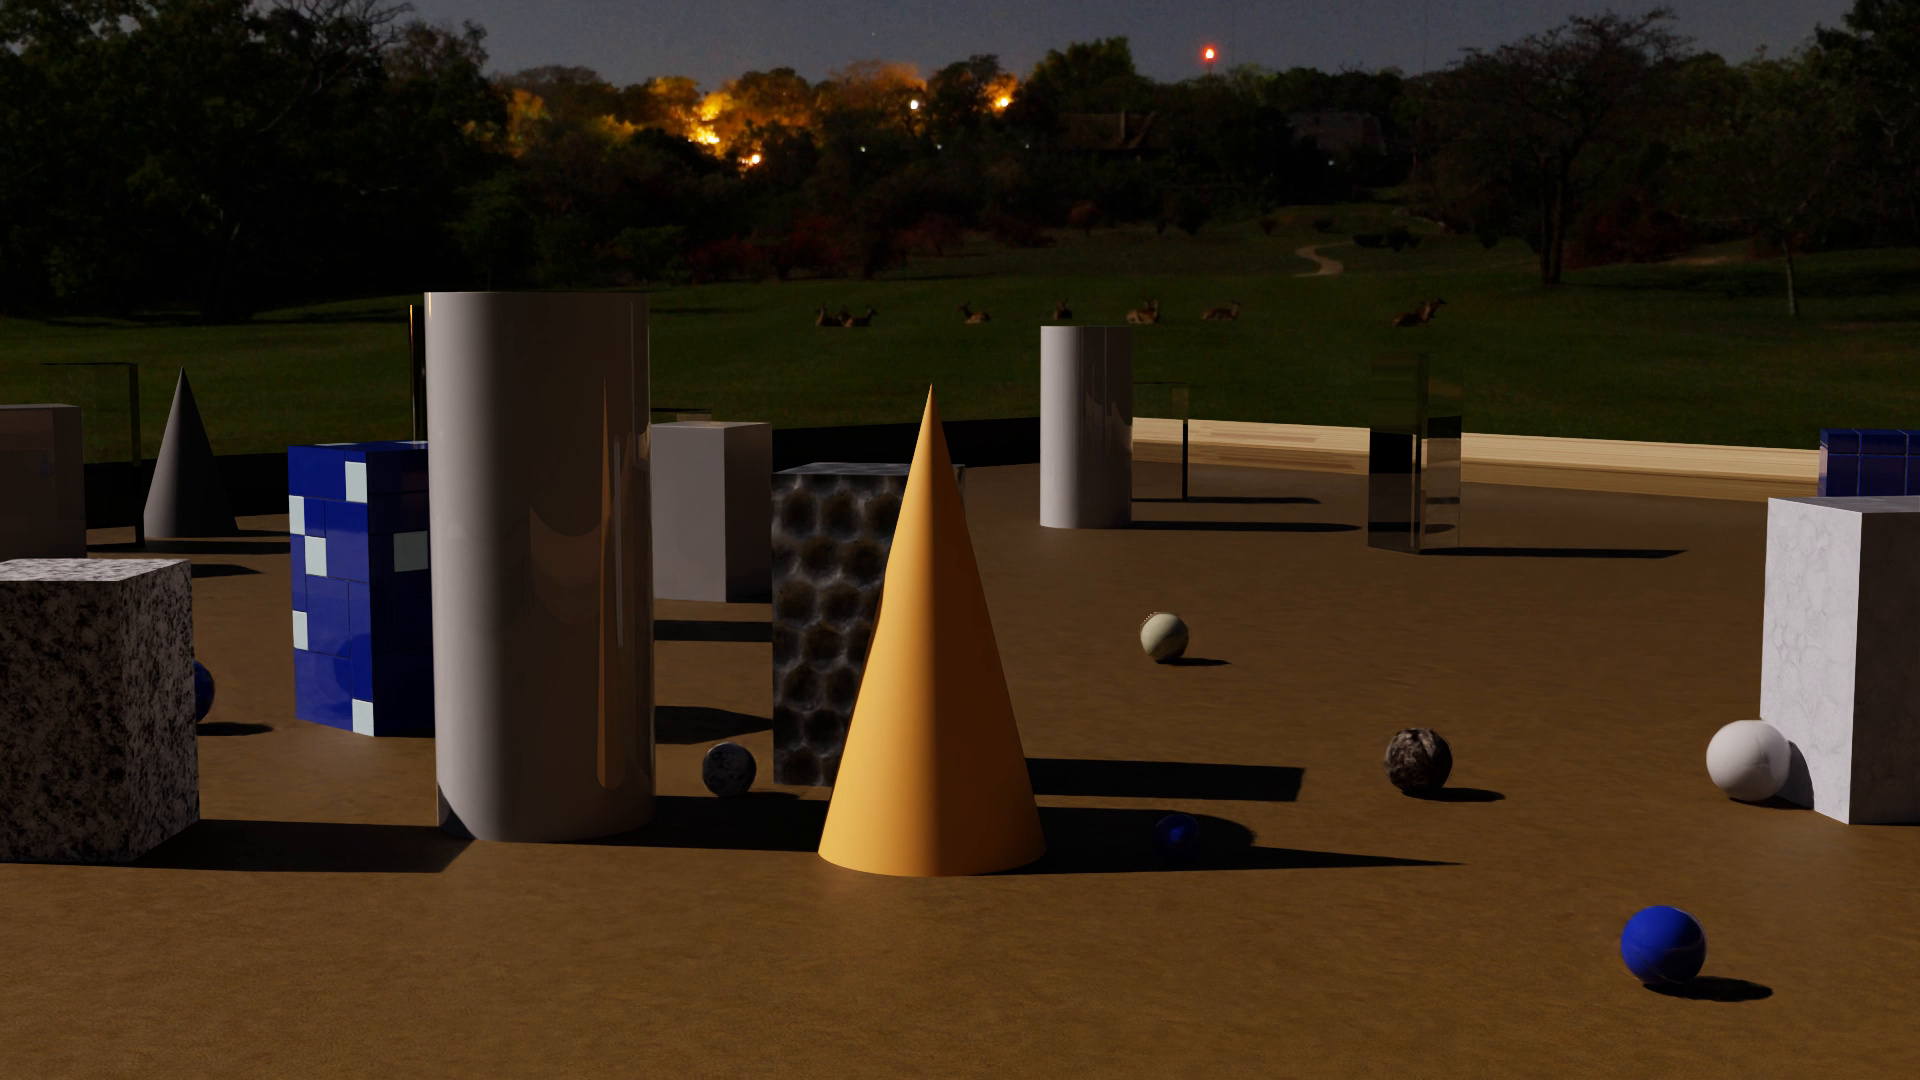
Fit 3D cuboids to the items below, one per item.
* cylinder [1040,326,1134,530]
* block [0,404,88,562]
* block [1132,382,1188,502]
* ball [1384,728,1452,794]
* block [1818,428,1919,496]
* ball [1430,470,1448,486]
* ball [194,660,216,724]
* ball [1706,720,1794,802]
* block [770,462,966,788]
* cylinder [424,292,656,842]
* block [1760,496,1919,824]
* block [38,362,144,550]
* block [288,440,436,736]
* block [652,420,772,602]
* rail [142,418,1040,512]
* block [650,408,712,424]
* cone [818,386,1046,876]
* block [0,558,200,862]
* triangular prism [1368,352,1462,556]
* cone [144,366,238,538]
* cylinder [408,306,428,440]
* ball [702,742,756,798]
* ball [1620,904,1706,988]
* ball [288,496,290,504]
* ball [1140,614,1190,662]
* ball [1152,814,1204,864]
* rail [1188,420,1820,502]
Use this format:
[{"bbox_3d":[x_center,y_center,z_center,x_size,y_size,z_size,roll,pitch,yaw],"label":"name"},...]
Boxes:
[{"bbox_3d":[0.260,-0.235,4.515,0.190,0.407,0.190,0,6,0],"label":"cylinder"},{"bbox_3d":[-1.590,-0.089,3.746,0.152,0.278,0.152,-4,7,-35],"label":"block"},{"bbox_3d":[0.446,-0.230,5.120,0.152,0.271,0.152,0,6,-1],"label":"block"},{"bbox_3d":[0.420,0.203,2.019,0.061,0.061,0.061,0,6,0],"label":"ball"},{"bbox_3d":[1.334,-0.025,3.200,0.152,0.266,0.152,2,6,17],"label":"block"},{"bbox_3d":[1.201,-0.157,5.515,0.042,0.042,0.042,0,6,0],"label":"ball"},{"bbox_3d":[-0.830,0.162,2.330,0.078,0.078,0.078,0,6,0],"label":"ball"},{"bbox_3d":[0.715,0.199,1.992,0.074,0.074,0.074,0,6,0],"label":"ball"},{"bbox_3d":[-0.085,0.078,2.105,0.152,0.292,0.152,1,6,12],"label":"block"},{"bbox_3d":[-0.362,0.016,1.907,0.190,0.457,0.190,0,6,0],"label":"cylinder"},{"bbox_3d":[0.831,0.102,1.974,0.152,0.271,0.152,-1,6,-9],"label":"block"},{"bbox_3d":[-1.624,-0.159,4.112,0.152,0.341,0.152,-3,7,-29],"label":"block"},{"bbox_3d":[-0.615,0.046,2.382,0.152,0.297,0.152,6,8,42],"label":"block"},{"bbox_3d":[-0.394,-0.047,3.415,0.152,0.265,0.152,3,7,23],"label":"block"},{"bbox_3d":[-1.452,-0.133,4.897,5.069,0.123,0.045,-6,8,-42],"label":"rail"},{"bbox_3d":[-0.629,-0.161,4.662,0.152,0.230,0.152,2,6,21],"label":"block"},{"bbox_3d":[-0.023,0.064,1.800,0.190,0.384,0.190,0,6,0],"label":"cone"},{"bbox_3d":[-0.742,0.138,1.837,0.152,0.229,0.152,0,6,2],"label":"block"},{"bbox_3d":[0.823,-0.165,4.059,0.142,0.364,0.164,4,7,35],"label":"triangular prism"},{"bbox_3d":[-1.531,-0.180,4.347,0.190,0.333,0.190,0,6,0],"label":"cone"},{"bbox_3d":[-0.665,-0.101,3.060,0.190,0.447,0.190,0,6,0],"label":"cylinder"},{"bbox_3d":[-0.211,0.210,2.008,0.050,0.050,0.050,0,6,0],"label":"ball"},{"bbox_3d":[0.462,0.267,1.445,0.054,0.054,0.054,0,6,0],"label":"ball"},{"bbox_3d":[-1.450,-0.093,4.839,0.058,0.058,0.058,0,6,0],"label":"ball"},{"bbox_3d":[0.259,0.123,2.774,0.061,0.061,0.061,0,6,0],"label":"ball"},{"bbox_3d":[0.175,0.240,1.766,0.041,0.041,0.041,0,6,0],"label":"ball"},{"bbox_3d":[1.845,-0.147,5.026,0.045,0.123,4.331,-6,8,-42],"label":"rail"}]
